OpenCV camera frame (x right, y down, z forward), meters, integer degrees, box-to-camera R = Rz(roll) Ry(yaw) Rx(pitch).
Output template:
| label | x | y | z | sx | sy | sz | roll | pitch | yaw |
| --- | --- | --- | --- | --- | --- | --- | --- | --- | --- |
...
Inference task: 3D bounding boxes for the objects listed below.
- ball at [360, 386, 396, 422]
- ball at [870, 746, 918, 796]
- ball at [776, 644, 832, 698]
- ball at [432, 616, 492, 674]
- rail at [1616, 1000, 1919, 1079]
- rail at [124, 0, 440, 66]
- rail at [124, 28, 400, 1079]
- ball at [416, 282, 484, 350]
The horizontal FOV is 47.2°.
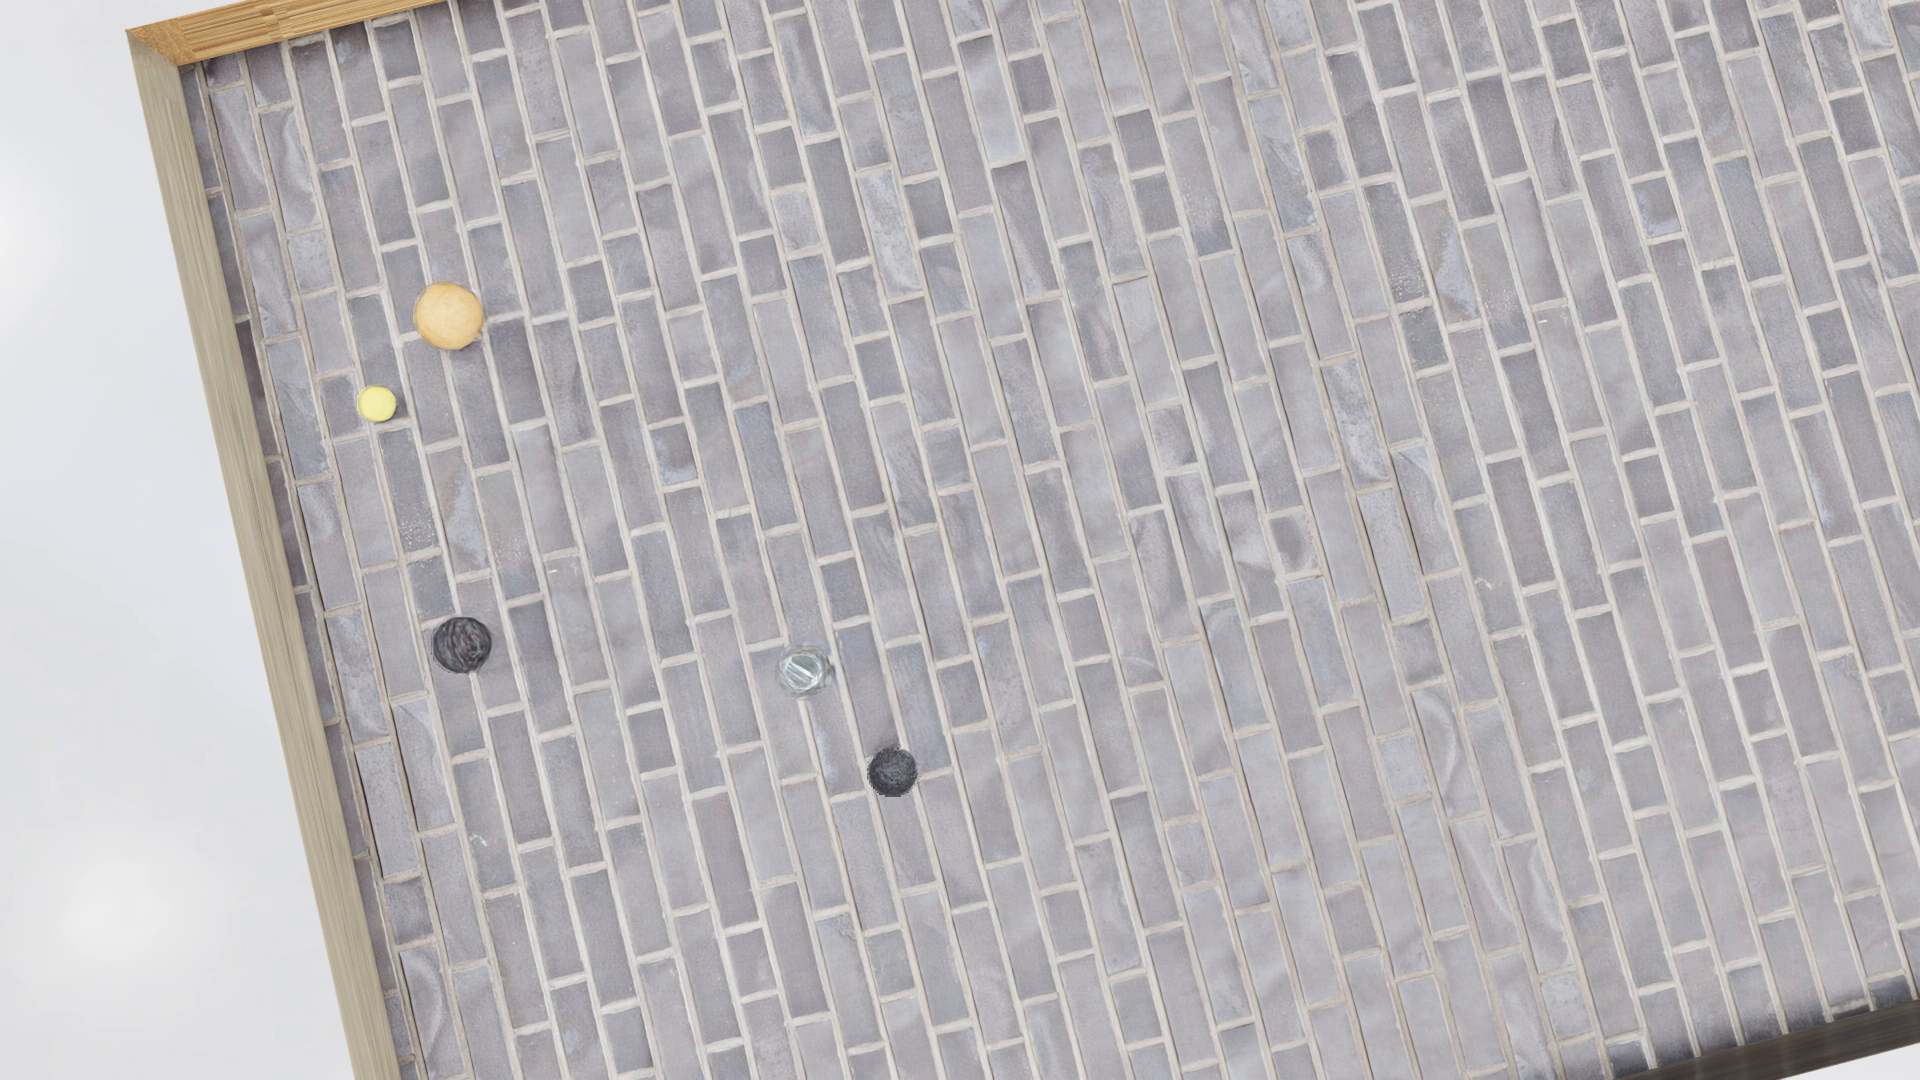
| label | x | y | z | sx | sy | sz | roll | pitch | yaw |
| --- | --- | --- | --- | --- | --- | --- | --- | --- | --- |
| ball | -0.870 | -0.204 | 3.287 | 0.054 | 0.054 | 0.054 | 0 | 83 | 0 |
| ball | -0.097 | 0.338 | 3.216 | 0.071 | 0.071 | 0.071 | 0 | 83 | 0 |
| ball | -0.229 | 0.193 | 3.228 | 0.081 | 0.081 | 0.081 | 0 | 83 | 0 |
| ball | -0.731 | 0.154 | 3.231 | 0.084 | 0.084 | 0.084 | 0 | 83 | 0 |
| rail | 1.228 | 0.717 | 3.141 | 4.043 | 0.130 | 0.045 | -14 | 84 | -2 |
| rail | 0.731 | -1.220 | 3.365 | 4.043 | 0.130 | 0.045 | -14 | 84 | -2 |
| rail | -0.956 | 0.239 | 3.197 | 0.045 | 0.130 | 2.060 | -14 | 84 | -2 |
| ball | -0.761 | -0.333 | 3.279 | 0.100 | 0.100 | 0.100 | 0 | 83 | 0 |
